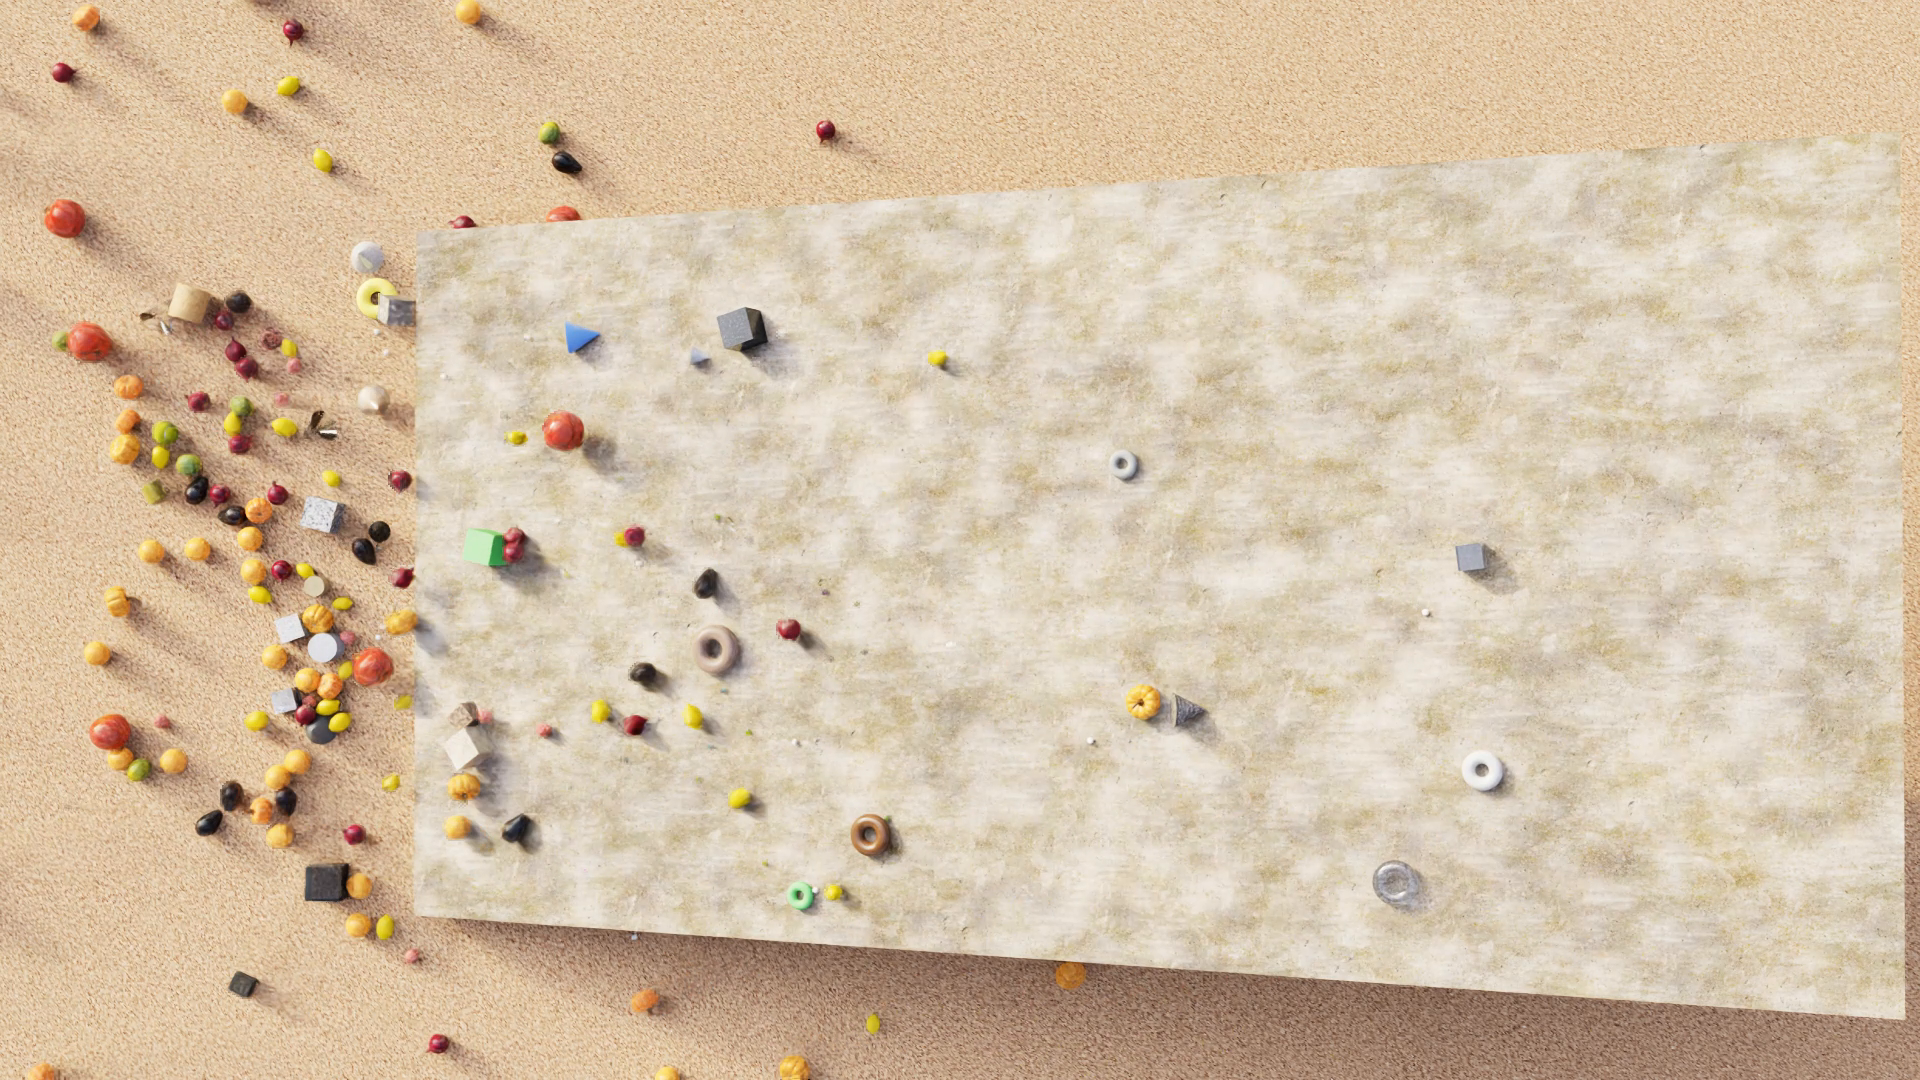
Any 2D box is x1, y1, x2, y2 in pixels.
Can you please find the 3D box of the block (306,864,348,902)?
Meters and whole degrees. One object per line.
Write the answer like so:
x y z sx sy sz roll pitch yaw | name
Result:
-1.860 1.006 6.463 0.099 0.099 0.099 0 89 0 | block

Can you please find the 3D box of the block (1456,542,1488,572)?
1.226 0.041 5.274 0.061 0.061 0.061 -8 86 21 | block

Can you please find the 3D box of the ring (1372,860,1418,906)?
1.058 0.833 5.344 0.113 0.038 0.113 0 90 21 | ring

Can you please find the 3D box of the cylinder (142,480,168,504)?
-2.378 -0.141 6.500 0.054 0.054 0.054 -32 89 0 | cylinder

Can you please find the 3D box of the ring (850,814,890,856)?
-0.238 0.786 5.861 0.115 0.038 0.115 0 90 21 | ring

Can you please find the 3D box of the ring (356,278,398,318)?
-1.726 -0.715 6.514 0.121 0.040 0.121 0 89 -1 | ring

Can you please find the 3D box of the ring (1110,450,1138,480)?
0.418 -0.193 5.619 0.077 0.026 0.077 0 90 21 | ring

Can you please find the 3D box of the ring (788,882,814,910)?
-0.432 0.961 5.943 0.077 0.026 0.077 -1 88 23 | ring

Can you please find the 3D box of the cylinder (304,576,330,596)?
-1.898 0.136 6.493 0.060 0.060 0.060 0 89 0 | cylinder

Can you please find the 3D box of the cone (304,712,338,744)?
-1.894 0.557 6.469 0.097 0.097 0.097 0 89 0 | cone

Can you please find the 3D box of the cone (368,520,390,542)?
-1.722 -0.025 6.493 0.065 0.065 0.065 0 89 0 | cone

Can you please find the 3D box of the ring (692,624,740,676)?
-0.671 0.301 6.036 0.141 0.047 0.141 0 90 21 | ring

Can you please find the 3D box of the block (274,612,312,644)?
-1.968 0.260 6.487 0.070 0.070 0.070 -20 89 0 | block

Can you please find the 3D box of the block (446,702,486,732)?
-1.419 0.511 6.322 0.064 0.064 0.064 -45 74 15 | block

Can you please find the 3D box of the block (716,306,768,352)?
-0.593 -0.574 5.991 0.091 0.091 0.091 -17 83 21 | block

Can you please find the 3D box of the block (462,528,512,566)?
-1.353 0.021 6.288 0.089 0.089 0.089 13 94 21 | block

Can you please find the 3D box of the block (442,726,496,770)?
-1.406 0.595 6.303 0.088 0.088 0.088 -37 76 17 | block

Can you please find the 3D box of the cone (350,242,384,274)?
-1.762 -0.840 6.487 0.097 0.097 0.097 0 89 0 | cone

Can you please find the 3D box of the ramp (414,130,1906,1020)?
0.283 0.087 5.736 4.000 0.100 2.000 0 89 22 | ramp

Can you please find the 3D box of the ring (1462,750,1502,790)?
1.252 0.552 5.273 0.097 0.032 0.097 0 90 21 | ring

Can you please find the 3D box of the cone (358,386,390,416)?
-1.716 -0.397 6.465 0.095 0.095 0.095 -9 114 -20 | cone

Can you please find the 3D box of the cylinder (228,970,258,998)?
-2.112 1.309 6.478 0.060 0.060 0.060 24 89 0 | cylinder

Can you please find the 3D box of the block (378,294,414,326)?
-1.656 -0.675 6.458 0.074 0.074 0.074 0 106 -34 | block

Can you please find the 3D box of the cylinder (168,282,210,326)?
-2.272 -0.696 6.485 0.098 0.098 0.098 18 89 0 | cylinder

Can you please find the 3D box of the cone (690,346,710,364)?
-0.716 -0.507 6.075 0.054 0.054 0.054 6 89 -5 | cone

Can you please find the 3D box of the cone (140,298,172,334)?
-2.358 -0.679 6.512 0.098 0.098 0.098 22 63 0 | cone

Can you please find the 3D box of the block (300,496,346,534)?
-1.878 -0.075 6.481 0.090 0.090 0.090 15 89 0 | block

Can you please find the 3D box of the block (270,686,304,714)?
-1.986 0.473 6.486 0.065 0.065 0.065 -14 89 0 | block

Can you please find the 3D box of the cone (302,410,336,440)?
-1.915 -0.319 6.508 0.096 0.096 0.096 -25 89 26 | cone

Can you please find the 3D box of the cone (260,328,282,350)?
-2.048 -0.599 6.499 0.068 0.068 0.068 0 89 0 | cone

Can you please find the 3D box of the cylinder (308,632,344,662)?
-1.866 0.316 6.478 0.085 0.085 0.085 0 89 0 | cylinder
